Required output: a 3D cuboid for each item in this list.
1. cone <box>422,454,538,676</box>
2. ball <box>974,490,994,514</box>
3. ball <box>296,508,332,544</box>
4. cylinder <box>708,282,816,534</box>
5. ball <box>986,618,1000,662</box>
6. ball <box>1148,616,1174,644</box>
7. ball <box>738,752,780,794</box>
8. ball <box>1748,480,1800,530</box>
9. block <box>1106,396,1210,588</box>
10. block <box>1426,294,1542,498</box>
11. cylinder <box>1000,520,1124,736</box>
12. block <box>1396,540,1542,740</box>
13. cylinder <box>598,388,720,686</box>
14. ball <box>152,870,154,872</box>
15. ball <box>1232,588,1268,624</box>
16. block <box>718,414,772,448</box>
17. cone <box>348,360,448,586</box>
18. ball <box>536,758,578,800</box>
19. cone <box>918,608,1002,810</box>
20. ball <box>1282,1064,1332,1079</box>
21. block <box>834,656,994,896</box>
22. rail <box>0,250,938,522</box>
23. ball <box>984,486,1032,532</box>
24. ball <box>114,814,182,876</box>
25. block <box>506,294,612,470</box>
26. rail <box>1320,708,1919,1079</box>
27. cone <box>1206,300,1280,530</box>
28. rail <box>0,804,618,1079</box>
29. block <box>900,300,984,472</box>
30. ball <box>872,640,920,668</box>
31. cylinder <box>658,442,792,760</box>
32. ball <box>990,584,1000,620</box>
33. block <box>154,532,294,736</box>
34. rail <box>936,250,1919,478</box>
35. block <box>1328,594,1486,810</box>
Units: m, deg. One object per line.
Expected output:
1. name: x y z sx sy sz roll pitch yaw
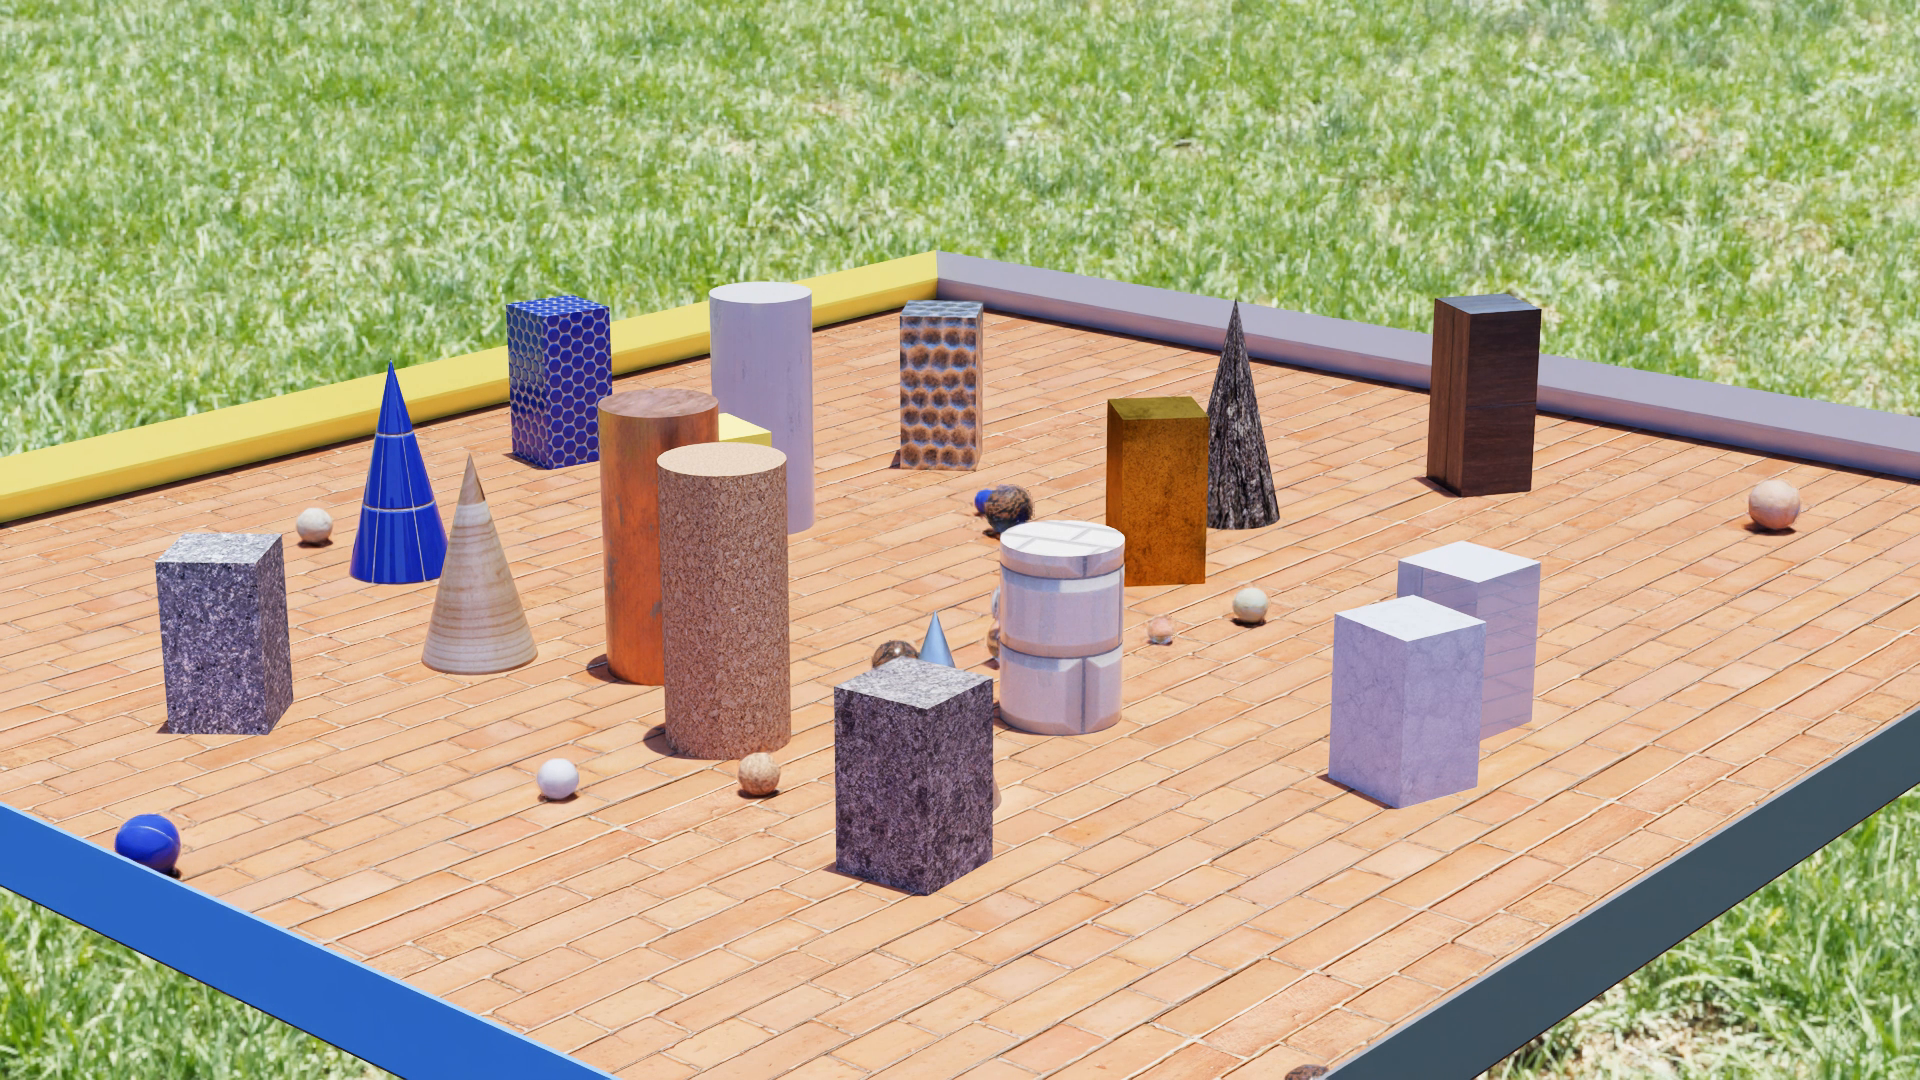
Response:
1. cone: -0.788 0.024 4.759 0.190 0.349 0.190 0 17 0
2. ball: 0.051 -0.073 5.596 0.049 0.049 0.049 0 17 0
3. ball: -1.191 -0.026 5.411 0.066 0.066 0.066 0 17 0
4. cylinder: -0.369 -0.246 5.485 0.190 0.444 0.190 0 17 0
5. ball: 0.083 0.162 4.763 0.081 0.081 0.081 0 17 0
6. ball: 0.333 0.149 4.868 0.046 0.046 0.046 0 17 0
7. ball: -0.289 0.336 4.223 0.061 0.061 0.061 0 17 0
8. ball: 1.525 -0.066 5.494 0.095 0.095 0.095 0 17 0
9. block: 0.348 -0.087 5.203 0.152 0.304 0.152 -2 17 -7
10. block: 1.026 -0.285 5.750 0.152 0.366 0.152 -5 18 -17
11. cylinder: 0.156 0.134 4.504 0.190 0.286 0.190 0 17 0
12. block: 0.773 0.155 4.483 0.152 0.257 0.152 -15 22 -40
13. cylinder: -0.477 -0.006 4.698 0.190 0.441 0.190 0 17 0
14. ball: -1.058 0.460 3.803 0.066 0.066 0.066 0 17 0
15. ball: 0.493 0.111 4.969 0.061 0.061 0.061 0 17 0
16. block: -0.419 -0.025 4.942 0.152 0.336 0.152 -11 20 -32
17. cone: -1.001 -0.134 5.211 0.190 0.390 0.190 0 17 0
18. ball: -0.577 0.342 4.206 0.059 0.059 0.059 0 17 0
19. cone: -0.035 0.234 4.168 0.190 0.288 0.190 0 17 0
20. ball: 0.390 0.620 3.259 0.075 0.075 0.075 0 17 0
21. block: -0.061 0.315 3.943 0.152 0.263 0.152 12 20 33
22. rail: -1.229 -0.278 6.142 0.045 0.124 3.616 14 22 39
23. ball: 0.091 -0.056 5.469 0.090 0.090 0.090 0 17 0
24. ball: -1.088 0.410 3.929 0.088 0.088 0.088 0 17 0
25. block: -0.812 -0.322 5.962 0.152 0.315 0.152 -12 21 -35
26. rail: 1.229 0.340 4.099 0.045 0.124 3.616 14 22 39
27. cone: 0.515 -0.250 5.532 0.190 0.426 0.190 0 17 0
28. rail: -1.170 0.421 3.831 3.303 0.124 0.045 14 22 39
29. block: -0.036 -0.313 5.931 0.152 0.316 0.152 2 17 5
30. ball: -0.101 0.198 4.646 0.079 0.079 0.079 0 17 0
31. cylinder: -0.351 0.090 4.384 0.190 0.438 0.190 0 17 0
32. ball: 0.098 0.109 4.917 0.094 0.094 0.094 0 17 0
33. block: -1.125 0.143 4.494 0.152 0.274 0.152 1 17 2
34. rail: 1.170 -0.359 6.410 3.303 0.124 0.045 14 22 39
35. block: 0.645 0.232 4.236 0.152 0.252 0.152 -11 20 -33
